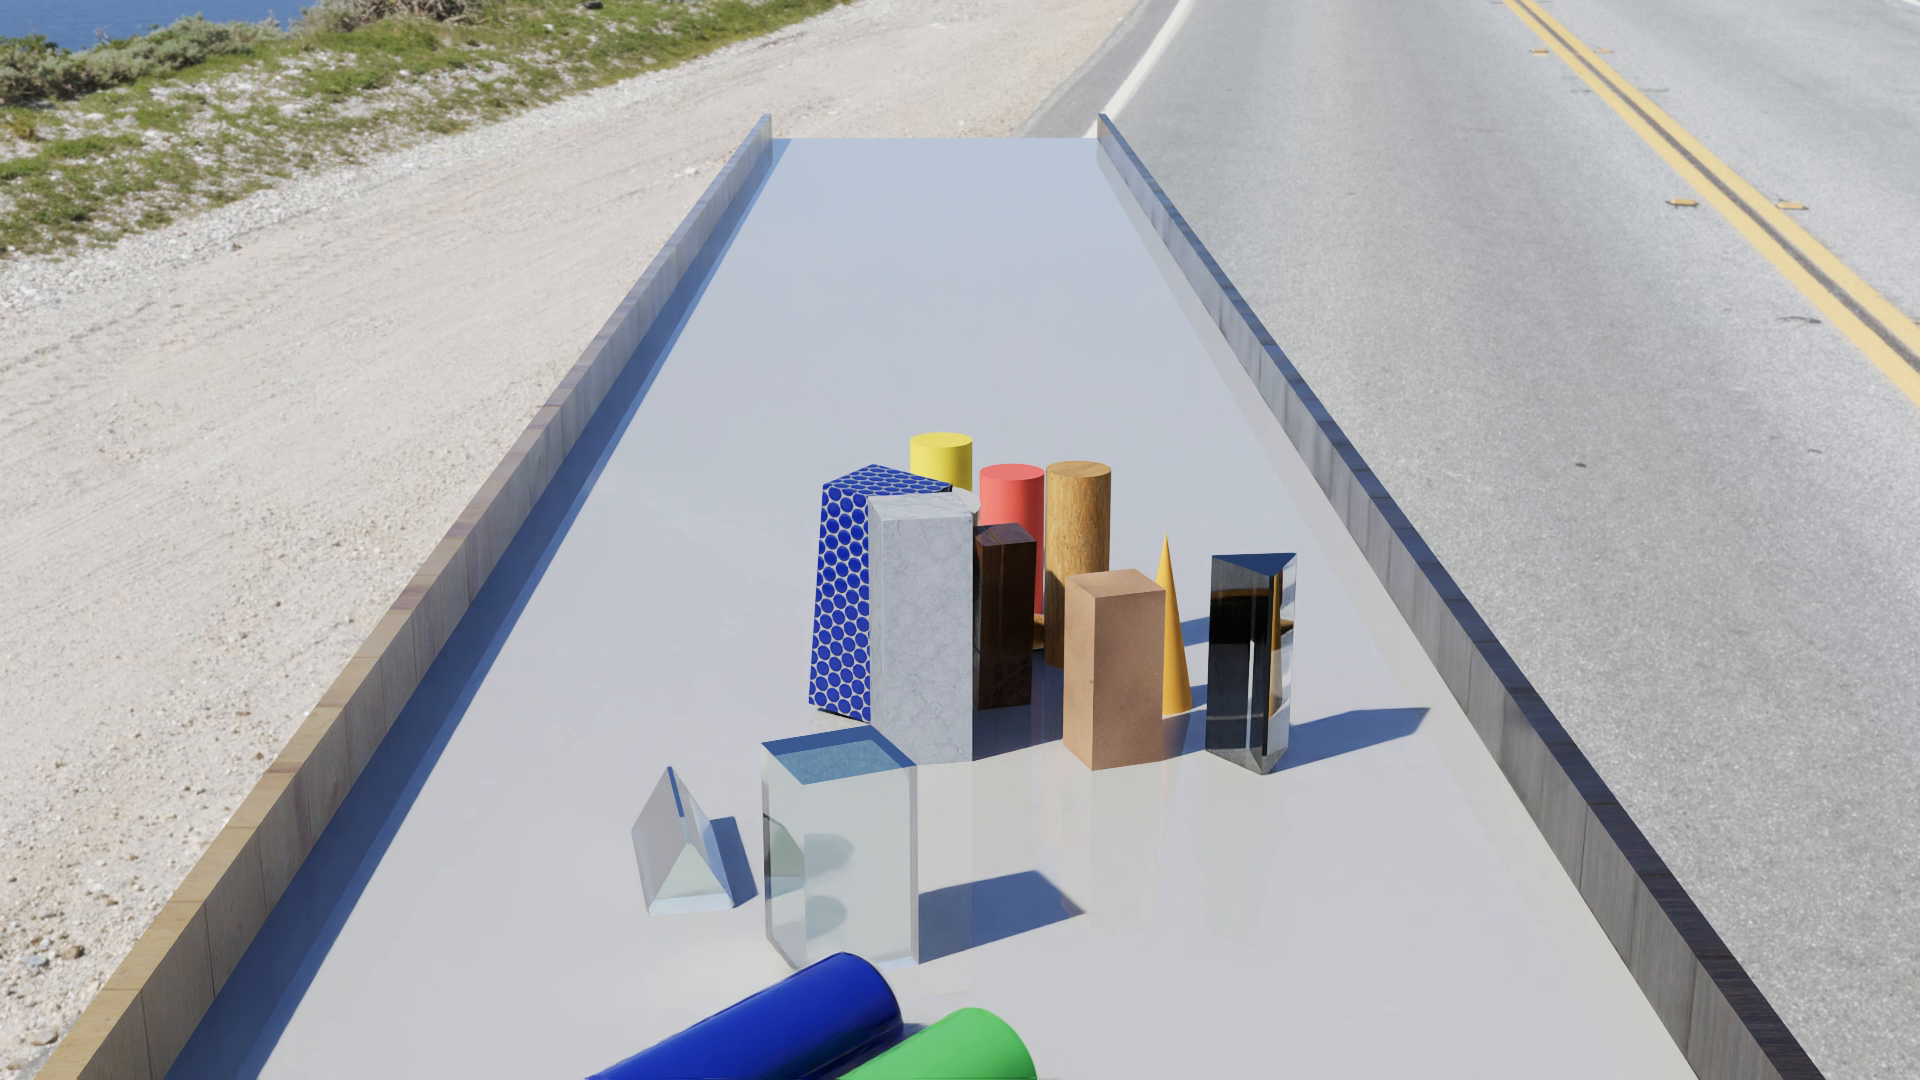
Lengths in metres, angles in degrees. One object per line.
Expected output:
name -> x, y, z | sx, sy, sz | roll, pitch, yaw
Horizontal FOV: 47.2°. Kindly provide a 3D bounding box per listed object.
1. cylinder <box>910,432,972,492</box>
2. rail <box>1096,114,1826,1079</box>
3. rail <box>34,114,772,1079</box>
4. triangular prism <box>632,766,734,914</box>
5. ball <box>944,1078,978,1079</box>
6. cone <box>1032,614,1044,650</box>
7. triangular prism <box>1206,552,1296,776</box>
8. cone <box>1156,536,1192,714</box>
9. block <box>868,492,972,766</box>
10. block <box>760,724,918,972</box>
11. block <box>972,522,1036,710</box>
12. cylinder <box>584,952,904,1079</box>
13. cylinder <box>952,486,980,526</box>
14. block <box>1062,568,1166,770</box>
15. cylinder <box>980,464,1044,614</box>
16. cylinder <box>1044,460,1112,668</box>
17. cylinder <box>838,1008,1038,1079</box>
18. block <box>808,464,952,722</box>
cylinder -> -0.042, -0.067, 4.890 | 0.138, 0.321, 0.138 | 0, 17, 0
rail -> 0.932, -0.844, 7.801 | 0.050, 0.150, 12.000 | 0, 17, -1
rail -> -1.118, -0.838, 7.780 | 0.050, 0.150, 12.000 | 0, 17, -1
triangular prism -> -0.440, 0.465, 3.456 | 0.129, 0.112, 0.306 | -3, 17, -12
ball -> 0.001, 0.717, 2.226 | 0.336, 0.336, 0.336 | 0, 17, 0
cone -> 0.181, 0.186, 4.490 | 0.414, 0.126, 0.126 | 1, 14, -28
triangular prism -> 0.538, 0.209, 3.885 | 0.130, 0.365, 0.150 | -12, 20, -35
cone -> 0.383, 0.147, 4.132 | 0.119, 0.342, 0.119 | 0, 17, 0
block -> -0.071, 0.158, 3.899 | 0.158, 0.454, 0.158 | -3, 17, -11
block -> -0.173, 0.452, 3.166 | 0.171, 0.309, 0.171 | -7, 18, -23
block -> 0.072, 0.144, 4.150 | 0.105, 0.331, 0.105 | -5, 22, -17
cylinder -> -0.269, 0.659, 2.729 | 0.160, 0.160, 0.413 | 14, 22, 39
cylinder -> -0.032, 0.086, 4.251 | 0.114, 0.374, 0.114 | 4, 32, -2
block -> 0.272, 0.228, 3.898 | 0.134, 0.320, 0.134 | -6, 18, -19
cylinder -> 0.110, 0.004, 4.673 | 0.137, 0.308, 0.137 | 0, 17, 0
cylinder -> 0.232, 0.050, 4.365 | 0.128, 0.395, 0.128 | 0, 17, 0
cylinder -> -0.096, 0.701, 2.588 | 0.162, 0.162, 0.400 | 14, 21, 38
block -> -0.149, 0.102, 4.098 | 0.173, 0.433, 0.173 | 15, 22, 26
